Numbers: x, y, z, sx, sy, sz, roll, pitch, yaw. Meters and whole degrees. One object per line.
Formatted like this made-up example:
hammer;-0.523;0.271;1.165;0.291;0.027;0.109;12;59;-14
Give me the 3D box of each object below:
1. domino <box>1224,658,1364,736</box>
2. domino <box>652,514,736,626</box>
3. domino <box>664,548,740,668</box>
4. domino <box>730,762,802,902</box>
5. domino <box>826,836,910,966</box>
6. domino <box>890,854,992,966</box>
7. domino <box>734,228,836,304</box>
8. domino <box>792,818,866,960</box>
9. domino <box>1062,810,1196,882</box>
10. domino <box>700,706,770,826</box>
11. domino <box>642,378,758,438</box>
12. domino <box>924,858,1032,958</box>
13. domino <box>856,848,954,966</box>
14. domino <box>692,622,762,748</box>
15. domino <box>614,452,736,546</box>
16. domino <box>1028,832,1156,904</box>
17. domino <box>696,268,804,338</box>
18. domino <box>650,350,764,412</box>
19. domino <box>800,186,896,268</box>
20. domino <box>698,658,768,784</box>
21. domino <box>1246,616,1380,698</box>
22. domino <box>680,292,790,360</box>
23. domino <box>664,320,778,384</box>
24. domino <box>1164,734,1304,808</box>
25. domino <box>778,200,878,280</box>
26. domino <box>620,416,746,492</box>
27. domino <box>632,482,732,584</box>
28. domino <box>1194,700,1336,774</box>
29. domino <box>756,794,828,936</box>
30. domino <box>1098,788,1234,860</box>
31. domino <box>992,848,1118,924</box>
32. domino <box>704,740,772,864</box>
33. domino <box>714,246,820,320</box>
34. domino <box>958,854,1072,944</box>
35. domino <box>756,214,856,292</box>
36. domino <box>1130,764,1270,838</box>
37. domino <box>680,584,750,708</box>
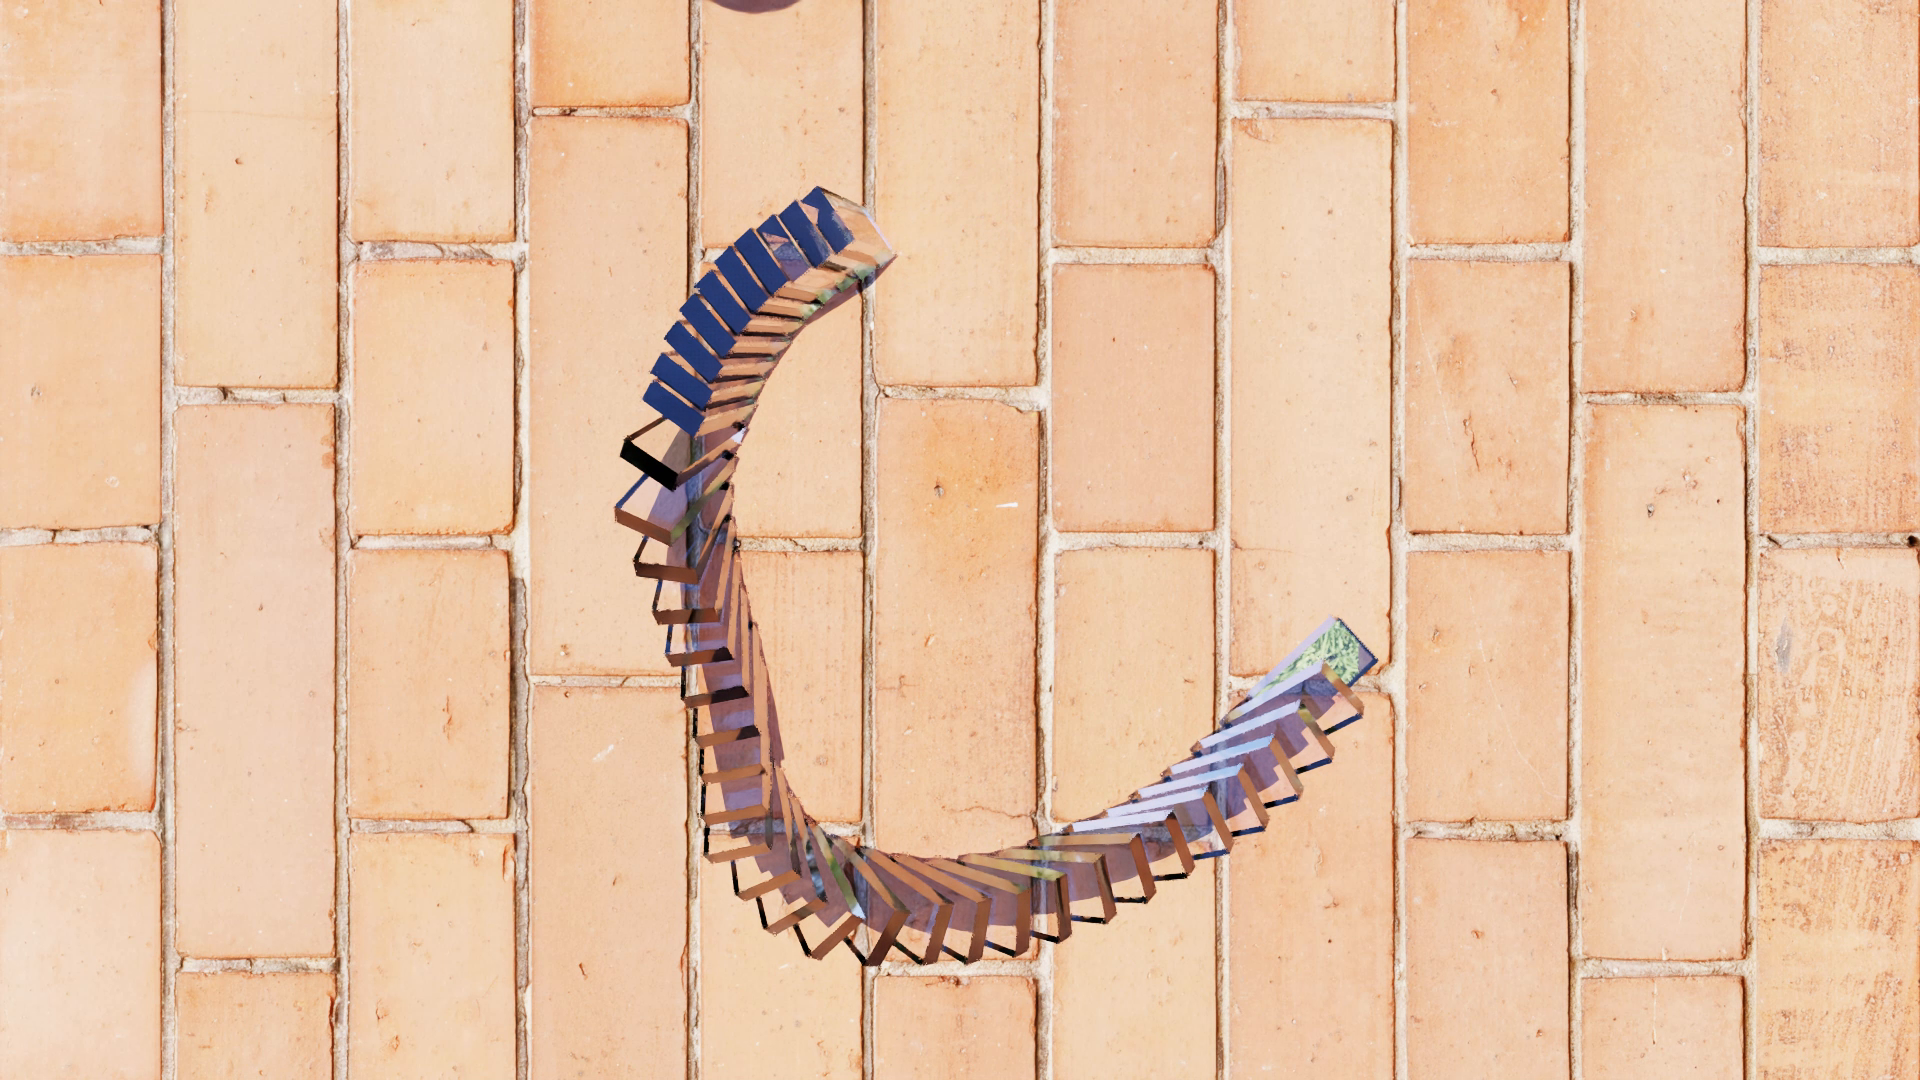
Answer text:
domino;0.138;0.073;0.381;0.025;0.009;0.050;48;125;0
domino;-0.110;0.012;0.380;0.025;0.009;0.050;-3;49;0
domino;-0.106;0.027;0.381;0.025;0.009;0.050;-7;51;0
domino;-0.083;0.120;0.380;0.025;0.010;0.050;-23;48;1
domino;-0.044;0.149;0.379;0.050;0.009;0.025;29;90;45
domino;-0.011;0.152;0.380;0.050;0.010;0.025;10;90;42
domino;-0.070;-0.111;0.375;0.009;0.050;0.025;-35;90;18
domino;-0.061;0.144;0.379;0.025;0.009;0.050;-43;47;1
domino;0.069;0.129;0.381;0.050;0.009;0.025;-21;90;36
domino;-0.093;0.091;0.380;0.025;0.010;0.050;-11;49;0
domino;-0.105;-0.057;0.375;0.025;0.050;0.009;36;108;0
domino;0.006;0.152;0.380;0.050;0.009;0.025;2;90;40
domino;-0.027;0.151;0.380;0.050;0.009;0.025;17;90;42
domino;-0.097;0.059;0.381;0.025;0.009;0.050;-12;51;0
domino;-0.117;-0.022;0.379;0.025;0.010;0.050;24;48;3
domino;0.054;0.137;0.381;0.050;0.010;0.025;-17;90;37
domino;-0.085;-0.096;0.375;0.010;0.050;0.025;-39;90;18
domino;-0.102;-0.067;0.375;0.025;0.050;0.010;37;108;0
domino;-0.044;-0.127;0.375;0.010;0.050;0.025;-35;90;18
domino;-0.094;0.074;0.380;0.025;0.010;0.050;-11;51;0
domino;0.152;0.059;0.395;0.050;0.009;0.025;-43;90;0
domino;-0.091;-0.087;0.375;0.009;0.050;0.025;-41;90;18
domino;-0.097;-0.078;0.375;0.025;0.050;0.009;45;108;0
domino;0.113;0.101;0.382;0.050;0.009;0.025;-29;90;35
domino;-0.053;-0.122;0.375;0.010;0.050;0.025;-35;90;18
domino;-0.113;-0.041;0.377;0.025;0.050;0.009;34;125;1
domino;-0.114;-0.005;0.379;0.025;0.010;0.050;8;46;0
domino;0.126;0.088;0.382;0.050;0.010;0.025;-34;91;35
domino;-0.074;0.133;0.379;0.025;0.009;0.050;-30;47;1
domino;0.085;0.121;0.382;0.050;0.009;0.025;-25;90;35
domino;0.039;0.143;0.381;0.050;0.010;0.025;-12;90;37
domino;-0.091;0.106;0.380;0.025;0.009;0.050;-12;49;2
domino;-0.078;-0.104;0.375;0.010;0.050;0.025;-36;90;18
domino;0.022;0.148;0.380;0.050;0.010;0.025;-5;90;40
domino;-0.061;-0.116;0.375;0.009;0.050;0.025;-35;90;18
domino;0.099;0.112;0.382;0.050;0.009;0.025;-26;90;35
domino;-0.102;0.043;0.381;0.025;0.009;0.050;-12;52;0
